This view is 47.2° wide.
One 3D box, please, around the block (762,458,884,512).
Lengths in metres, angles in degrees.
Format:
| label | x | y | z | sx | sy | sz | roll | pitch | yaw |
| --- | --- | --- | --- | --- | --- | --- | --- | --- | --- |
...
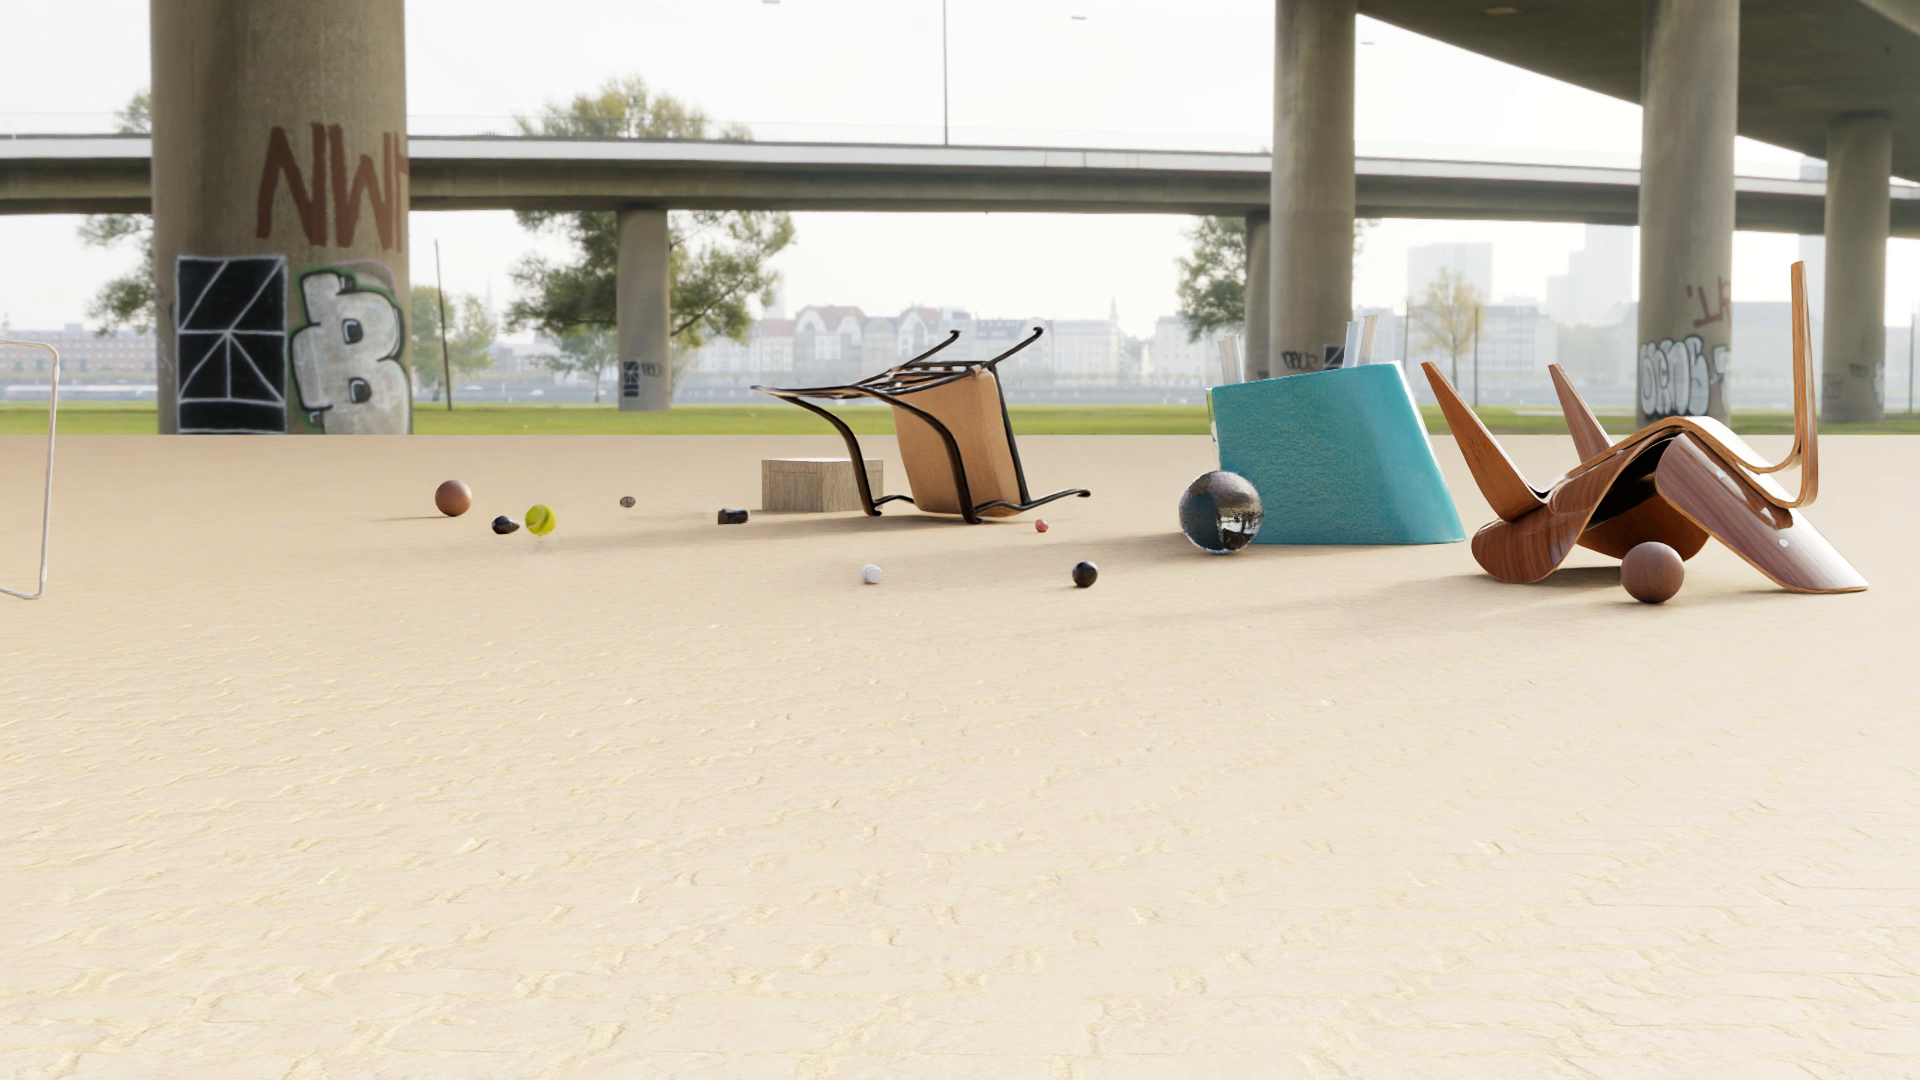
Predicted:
| label | x | y | z | sx | sy | sz | roll | pitch | yaw |
| --- | --- | --- | --- | --- | --- | --- | --- | --- | --- |
| block | -0.514 | -0.209 | 8.227 | 0.329 | 0.186 | 0.313 | 4 | 5 | 42 |

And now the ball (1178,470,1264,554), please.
| label | x | y | z | sx | sy | sz | roll | pitch | yaw |
| --- | --- | --- | --- | --- | --- | --- | --- | --- | --- |
| ball | 0.708 | -0.075 | 5.972 | 0.229 | 0.229 | 0.229 | 0 | 4 | 0 |

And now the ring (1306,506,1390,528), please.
| label | x | y | z | sx | sy | sz | roll | pitch | yaw |
| --- | --- | --- | --- | --- | --- | --- | --- | --- | --- |
| ring | 1.284 | -0.078 | 7.269 | 0.272 | 0.059 | 0.347 | 2 | 4 | 22 |

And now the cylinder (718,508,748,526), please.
| label | x | y | z | sx | sy | sz | roll | pitch | yaw |
| --- | --- | --- | --- | --- | --- | --- | --- | --- | --- |
| cylinder | -0.754 | -0.077 | 7.287 | 0.087 | 0.049 | 0.057 | -4 | -38 | -43 |

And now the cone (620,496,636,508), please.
| label | x | y | z | sx | sy | sz | roll | pitch | yaw |
| --- | --- | --- | --- | --- | --- | --- | --- | --- | --- |
| cone | -1.255 | -0.135 | 8.349 | 0.062 | 0.047 | 0.063 | -2 | -17 | 4 |

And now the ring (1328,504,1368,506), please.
| label | x | y | z | sx | sy | sz | roll | pitch | yaw |
| --- | --- | --- | --- | --- | --- | --- | --- | --- | --- |
| ring | 1.333 | -0.096 | 7.576 | 0.181 | 0.052 | 0.276 | 1 | 4 | 23 |
